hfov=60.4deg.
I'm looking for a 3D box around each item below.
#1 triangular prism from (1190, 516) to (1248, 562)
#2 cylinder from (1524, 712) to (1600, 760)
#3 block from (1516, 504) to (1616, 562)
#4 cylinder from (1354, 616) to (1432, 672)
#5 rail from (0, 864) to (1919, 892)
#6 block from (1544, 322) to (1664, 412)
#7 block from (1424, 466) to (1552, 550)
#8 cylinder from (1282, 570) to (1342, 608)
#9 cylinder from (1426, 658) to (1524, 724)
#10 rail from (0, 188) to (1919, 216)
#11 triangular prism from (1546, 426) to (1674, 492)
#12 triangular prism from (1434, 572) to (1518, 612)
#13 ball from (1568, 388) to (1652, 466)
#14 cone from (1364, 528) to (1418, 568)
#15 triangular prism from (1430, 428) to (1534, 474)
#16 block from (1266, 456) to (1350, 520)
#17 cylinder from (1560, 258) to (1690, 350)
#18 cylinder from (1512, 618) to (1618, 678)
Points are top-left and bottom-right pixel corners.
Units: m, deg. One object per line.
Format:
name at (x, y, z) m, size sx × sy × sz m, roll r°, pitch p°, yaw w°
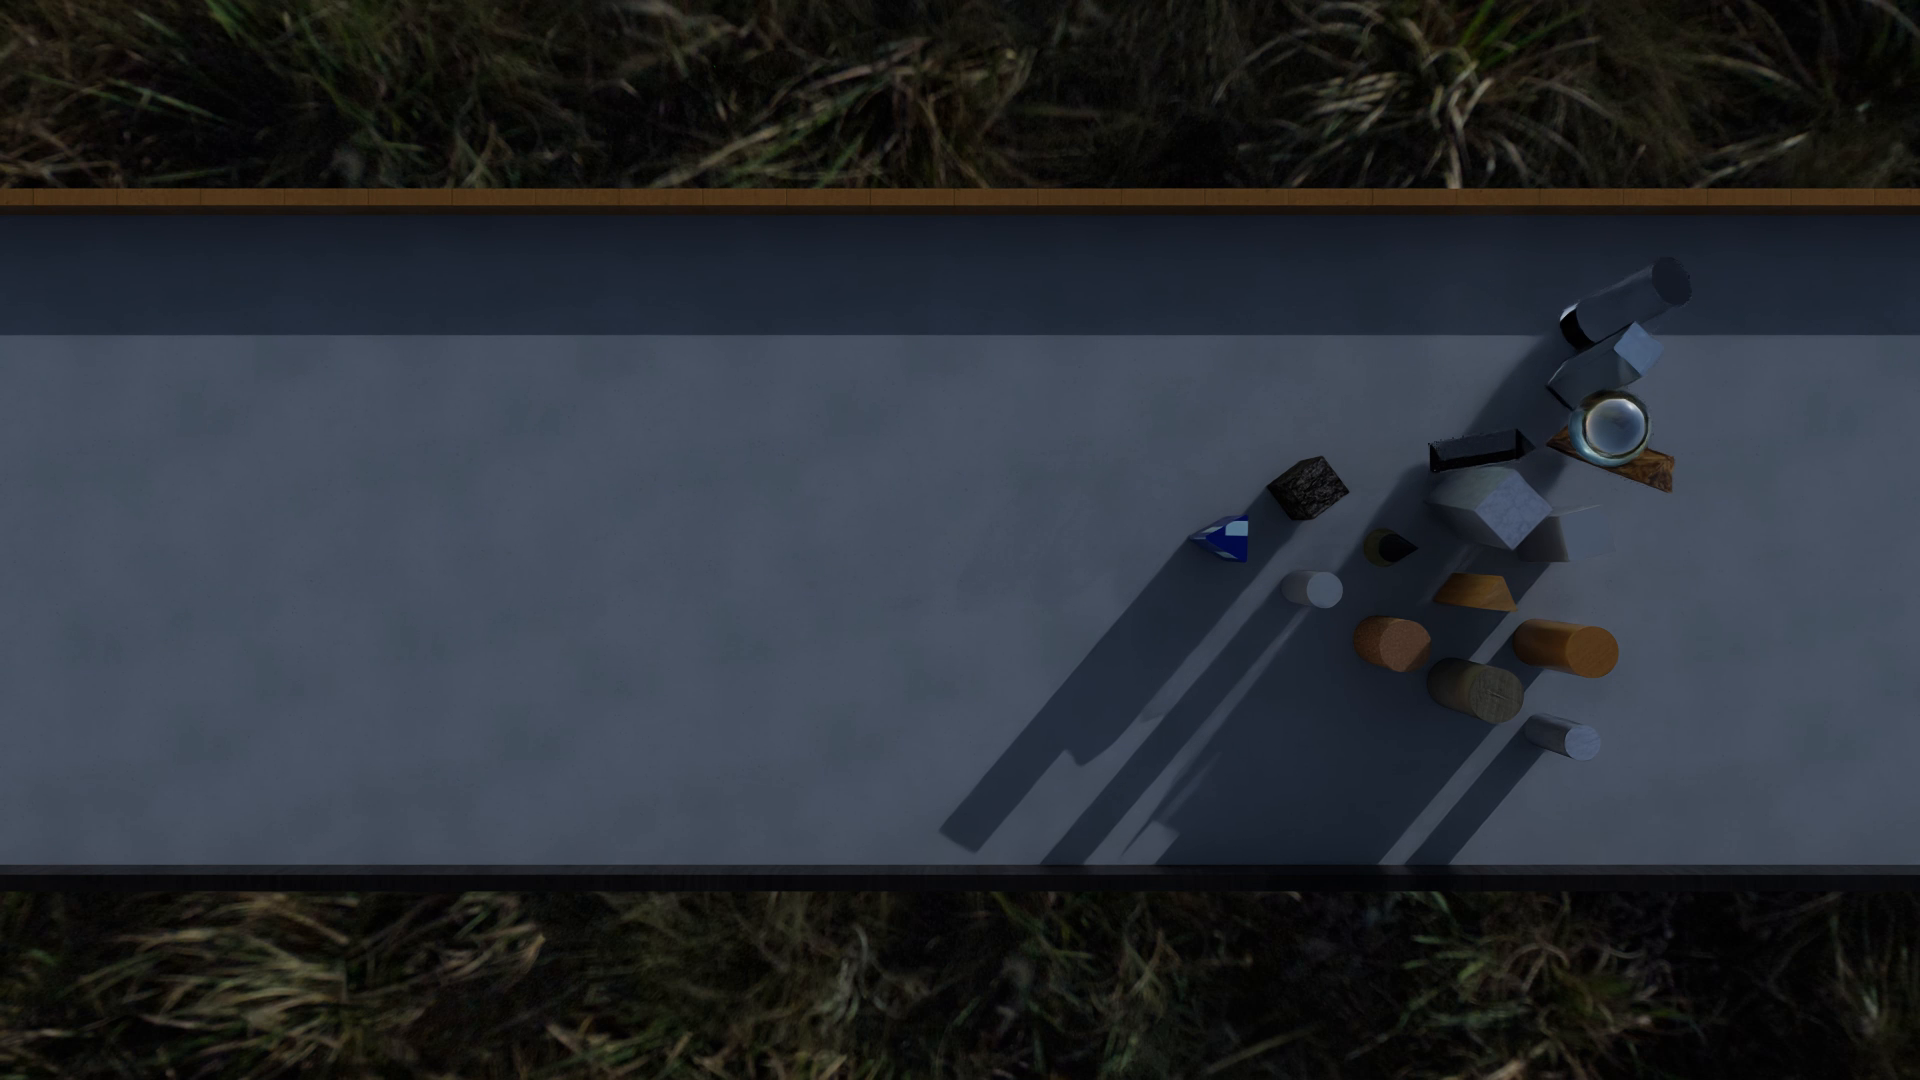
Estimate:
triangular prism at (0.790, -0.021, 4.894) m, size 0.135 × 0.364 × 0.117 m, roll 31°, pitch 90°, yaw 0°
cylinder at (1.788, 0.583, 4.908) m, size 0.104 × 0.338 × 0.104 m, roll 0°, pitch 90°, yaw 0°
block at (1.772, -0.018, 4.868) m, size 0.135 × 0.416 × 0.135 m, roll -14°, pitch 90°, yaw 0°
cylinder at (1.286, 0.307, 4.918) m, size 0.152 × 0.317 × 0.152 m, roll 0°, pitch 90°, yaw 0°
rail at (-2.247, 1.025, 5.001) m, size 12.000 × 0.150 × 0.050 m, roll 0°, pitch 90°, yaw 0°
block at (1.905, -0.508, 4.889) m, size 0.118 × 0.356 × 0.118 m, roll 43°, pitch 72°, yaw 0°
block at (1.554, -0.103, 4.874) m, size 0.164 × 0.386 × 0.164 m, roll 44°, pitch 90°, yaw -7°
cylinder at (1.040, 0.143, 4.889) m, size 0.103 × 0.375 × 0.103 m, roll 0°, pitch 90°, yaw 0°
cylinder at (1.514, 0.440, 4.866) m, size 0.156 × 0.420 × 0.156 m, roll 0°, pitch 90°, yaw 0°
rail at (-2.247, -1.025, 5.002) m, size 12.000 × 0.150 × 0.050 m, roll 0°, pitch 90°, yaw 0°
triangular prism at (1.929, -0.256, 4.869) m, size 0.110 × 0.404 × 0.095 m, roll 18°, pitch 100°, yaw -29°
triangular prism at (1.516, 0.147, 4.854) m, size 0.109 × 0.444 × 0.094 m, roll 6°, pitch 90°, yaw 0°
ball at (1.870, -0.324, 4.745) m, size 0.226 × 0.226 × 0.226 m, roll 0°, pitch 90°, yaw 0°
cone at (1.302, 0.024, 4.878) m, size 0.120 × 0.396 × 0.120 m, roll 0°, pitch 90°, yaw 0°
triangular prism at (1.538, -0.272, 4.906) m, size 0.093 × 0.329 × 0.081 m, roll -28°, pitch 99°, yaw -29°
block at (1.035, -0.152, 4.922) m, size 0.132 × 0.309 × 0.132 m, roll -37°, pitch 90°, yaw 0°
cylinder at (1.963, -0.692, 4.878) m, size 0.143 × 0.372 × 0.143 m, roll 6°, pitch 74°, yaw -21°
cylinder at (1.773, 0.315, 4.849) m, size 0.146 × 0.456 × 0.146 m, roll 0°, pitch 90°, yaw 0°
